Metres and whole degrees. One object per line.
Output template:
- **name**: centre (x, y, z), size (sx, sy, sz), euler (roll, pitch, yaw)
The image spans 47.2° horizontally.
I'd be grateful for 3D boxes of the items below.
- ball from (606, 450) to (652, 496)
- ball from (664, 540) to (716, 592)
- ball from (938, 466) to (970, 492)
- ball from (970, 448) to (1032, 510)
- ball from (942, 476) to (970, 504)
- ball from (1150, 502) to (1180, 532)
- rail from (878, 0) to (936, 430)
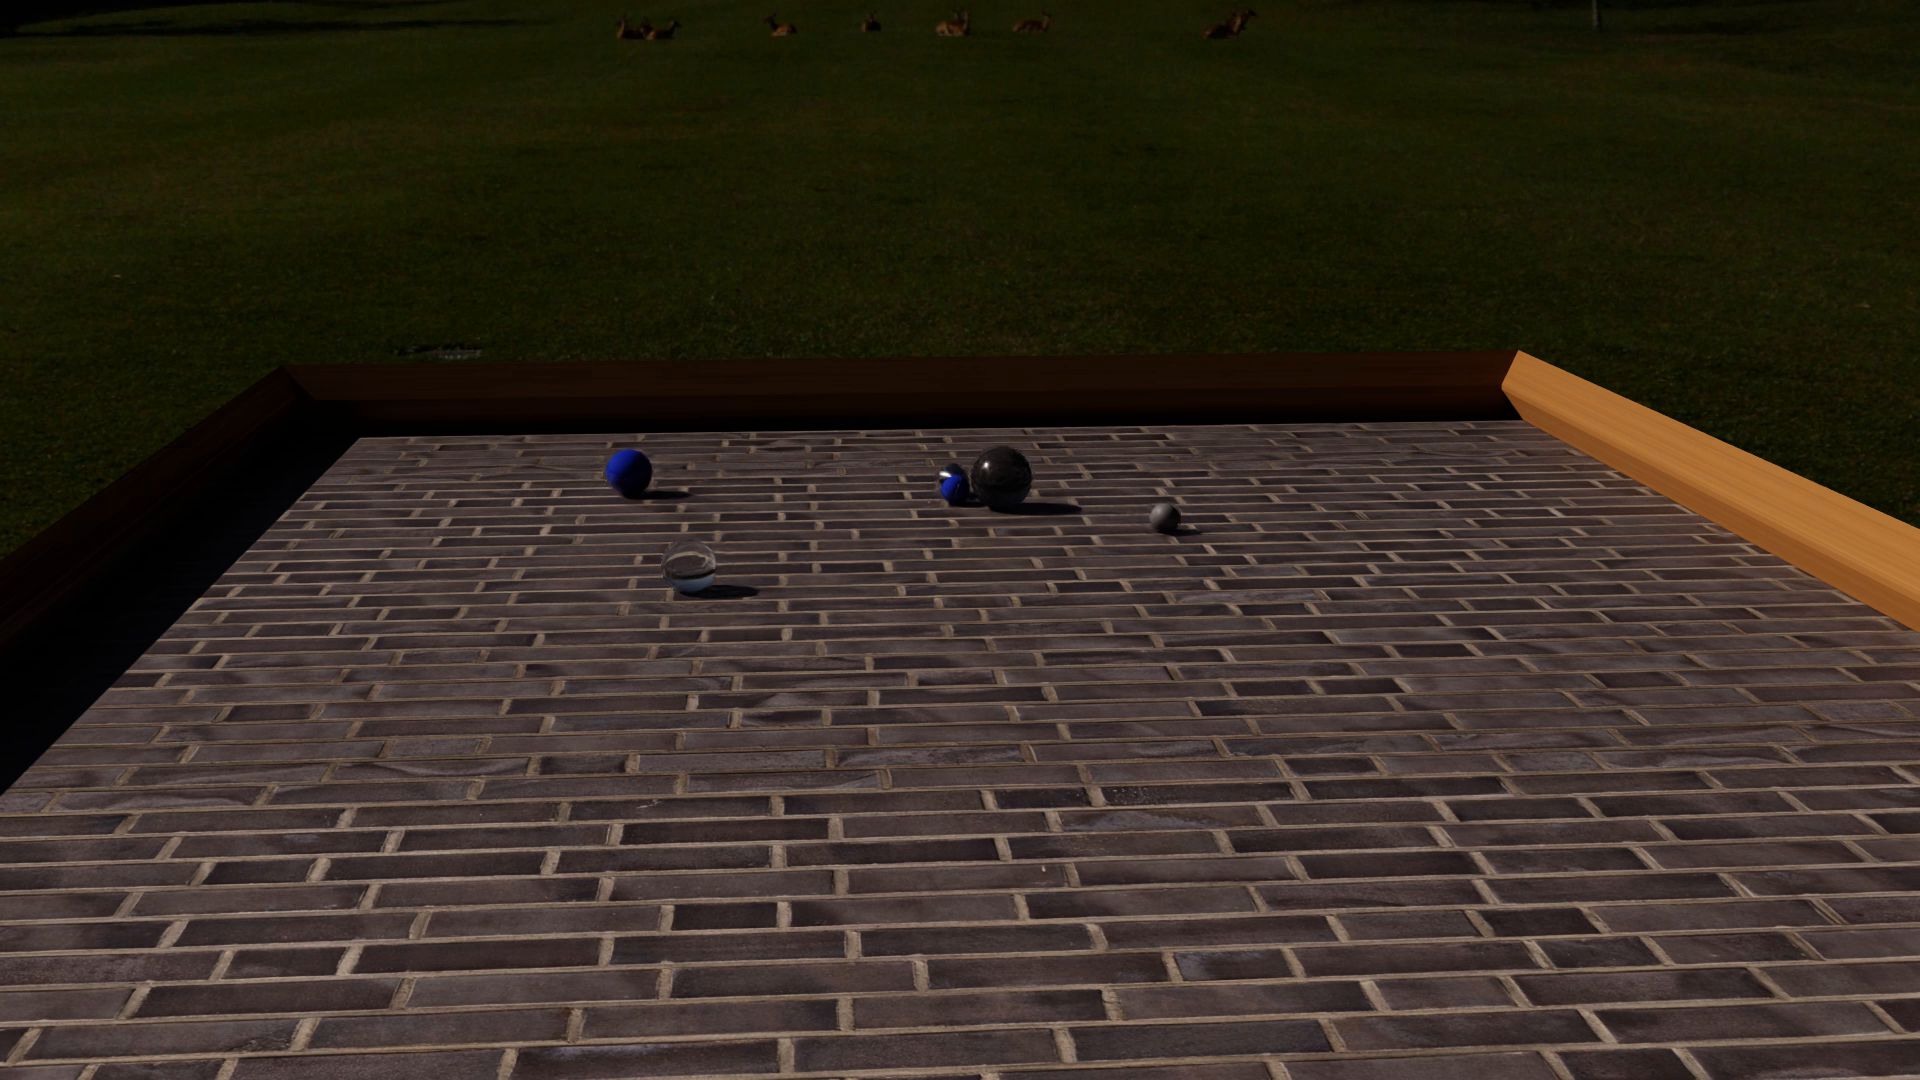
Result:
- **ball**: centre (-0.527, -0.108, 3.503), size (0.074, 0.074, 0.074), euler (0, 13, 0)
- **ball**: centre (-0.357, 0.035, 2.908), size (0.070, 0.070, 0.070), euler (0, 13, 0)
- **ball**: centre (-0.011, -0.093, 3.492), size (0.051, 0.051, 0.051), euler (0, 13, 0)
- **ball**: centre (0.065, -0.095, 3.402), size (0.096, 0.096, 0.096), euler (0, 13, 0)
- **ball**: centre (-0.007, -0.079, 3.443), size (0.045, 0.045, 0.045), euler (0, 13, 0)
- **ball**: centre (0.303, -0.033, 3.251), size (0.044, 0.044, 0.044), euler (0, 13, 0)
- **rail**: centre (-0.081, -0.276, 4.092), size (0.124, 2.312, 0.045), euler (4, -7, -39)
